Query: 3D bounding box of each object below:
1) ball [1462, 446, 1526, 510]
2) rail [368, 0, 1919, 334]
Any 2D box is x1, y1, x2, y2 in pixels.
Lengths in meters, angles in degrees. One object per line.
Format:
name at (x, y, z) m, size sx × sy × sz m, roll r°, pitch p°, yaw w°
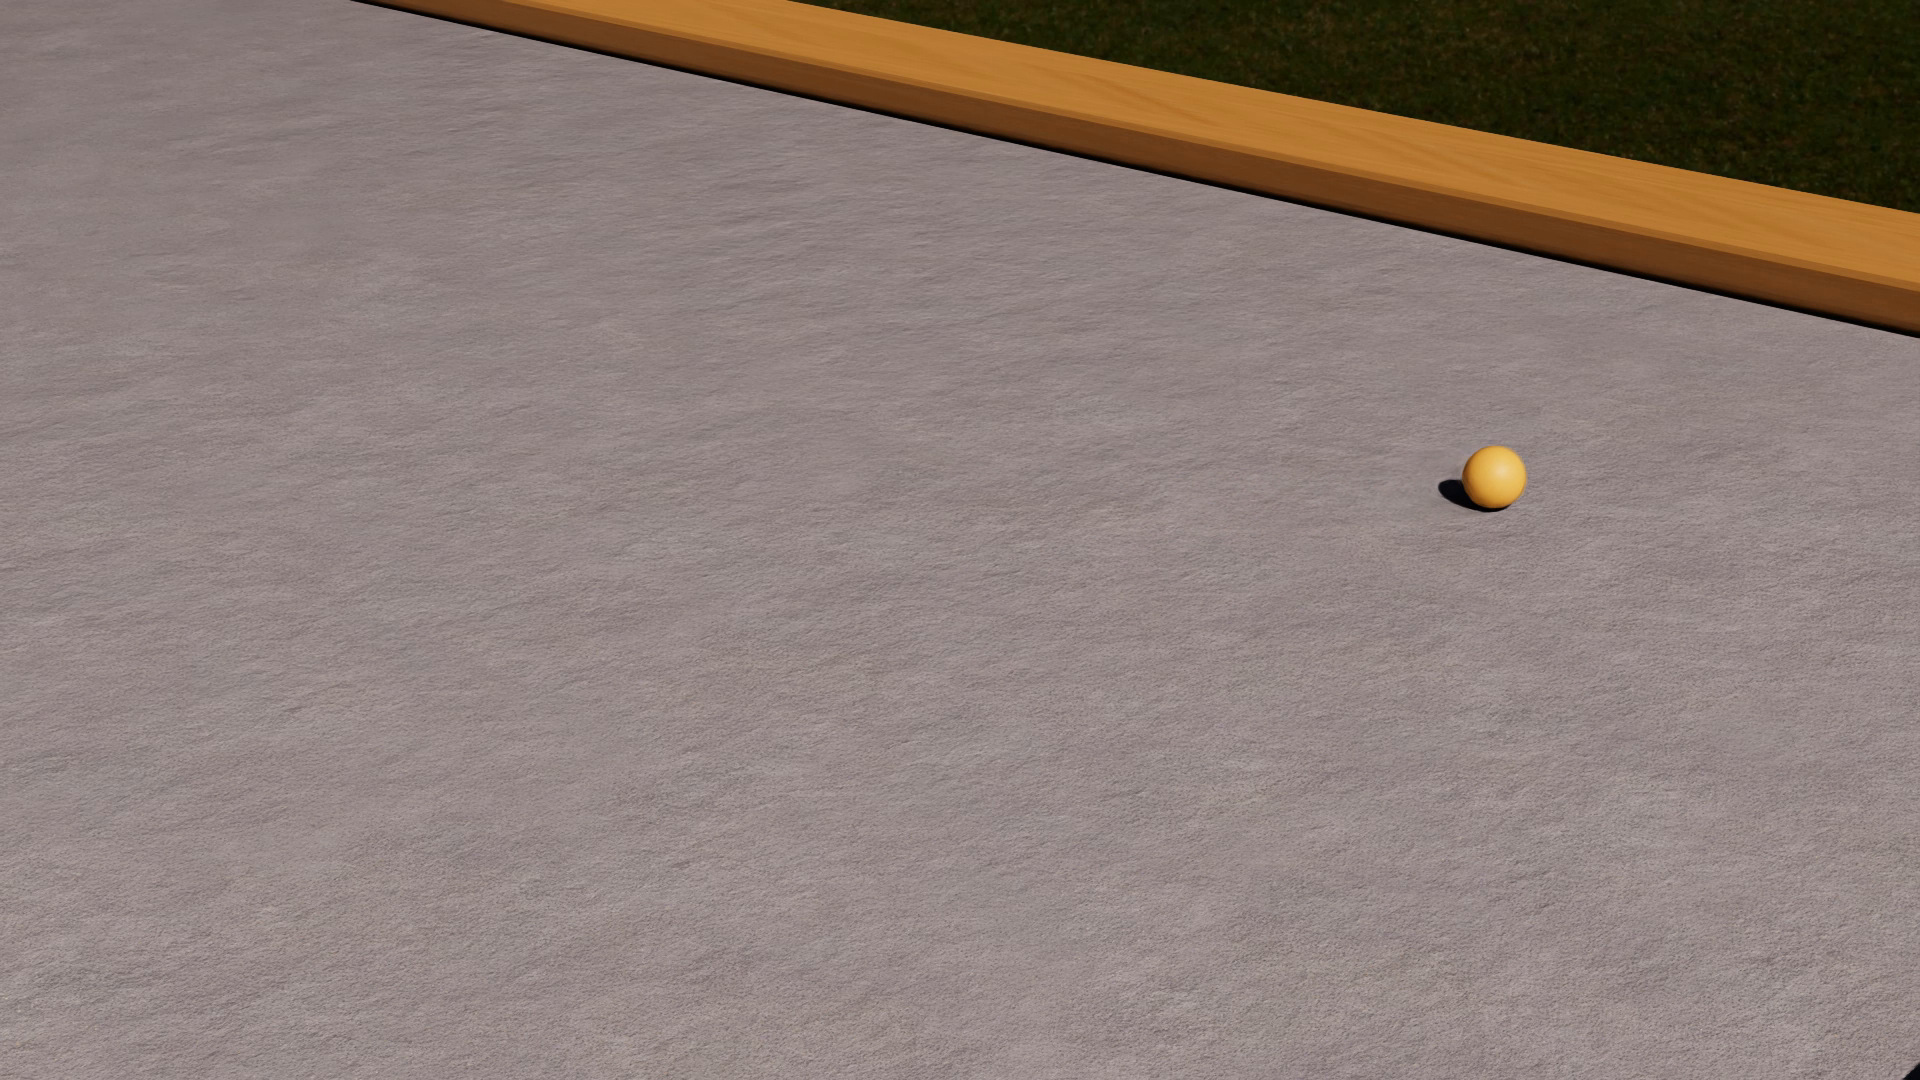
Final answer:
ball at (0.485, -0.057, 2.672) m, size 0.057 × 0.057 × 0.057 m, roll 0°, pitch 22°, yaw 0°
rail at (-0.064, -0.626, 3.975) m, size 4.352 × 0.129 × 0.045 m, roll 18°, pitch 28°, yaw 37°
